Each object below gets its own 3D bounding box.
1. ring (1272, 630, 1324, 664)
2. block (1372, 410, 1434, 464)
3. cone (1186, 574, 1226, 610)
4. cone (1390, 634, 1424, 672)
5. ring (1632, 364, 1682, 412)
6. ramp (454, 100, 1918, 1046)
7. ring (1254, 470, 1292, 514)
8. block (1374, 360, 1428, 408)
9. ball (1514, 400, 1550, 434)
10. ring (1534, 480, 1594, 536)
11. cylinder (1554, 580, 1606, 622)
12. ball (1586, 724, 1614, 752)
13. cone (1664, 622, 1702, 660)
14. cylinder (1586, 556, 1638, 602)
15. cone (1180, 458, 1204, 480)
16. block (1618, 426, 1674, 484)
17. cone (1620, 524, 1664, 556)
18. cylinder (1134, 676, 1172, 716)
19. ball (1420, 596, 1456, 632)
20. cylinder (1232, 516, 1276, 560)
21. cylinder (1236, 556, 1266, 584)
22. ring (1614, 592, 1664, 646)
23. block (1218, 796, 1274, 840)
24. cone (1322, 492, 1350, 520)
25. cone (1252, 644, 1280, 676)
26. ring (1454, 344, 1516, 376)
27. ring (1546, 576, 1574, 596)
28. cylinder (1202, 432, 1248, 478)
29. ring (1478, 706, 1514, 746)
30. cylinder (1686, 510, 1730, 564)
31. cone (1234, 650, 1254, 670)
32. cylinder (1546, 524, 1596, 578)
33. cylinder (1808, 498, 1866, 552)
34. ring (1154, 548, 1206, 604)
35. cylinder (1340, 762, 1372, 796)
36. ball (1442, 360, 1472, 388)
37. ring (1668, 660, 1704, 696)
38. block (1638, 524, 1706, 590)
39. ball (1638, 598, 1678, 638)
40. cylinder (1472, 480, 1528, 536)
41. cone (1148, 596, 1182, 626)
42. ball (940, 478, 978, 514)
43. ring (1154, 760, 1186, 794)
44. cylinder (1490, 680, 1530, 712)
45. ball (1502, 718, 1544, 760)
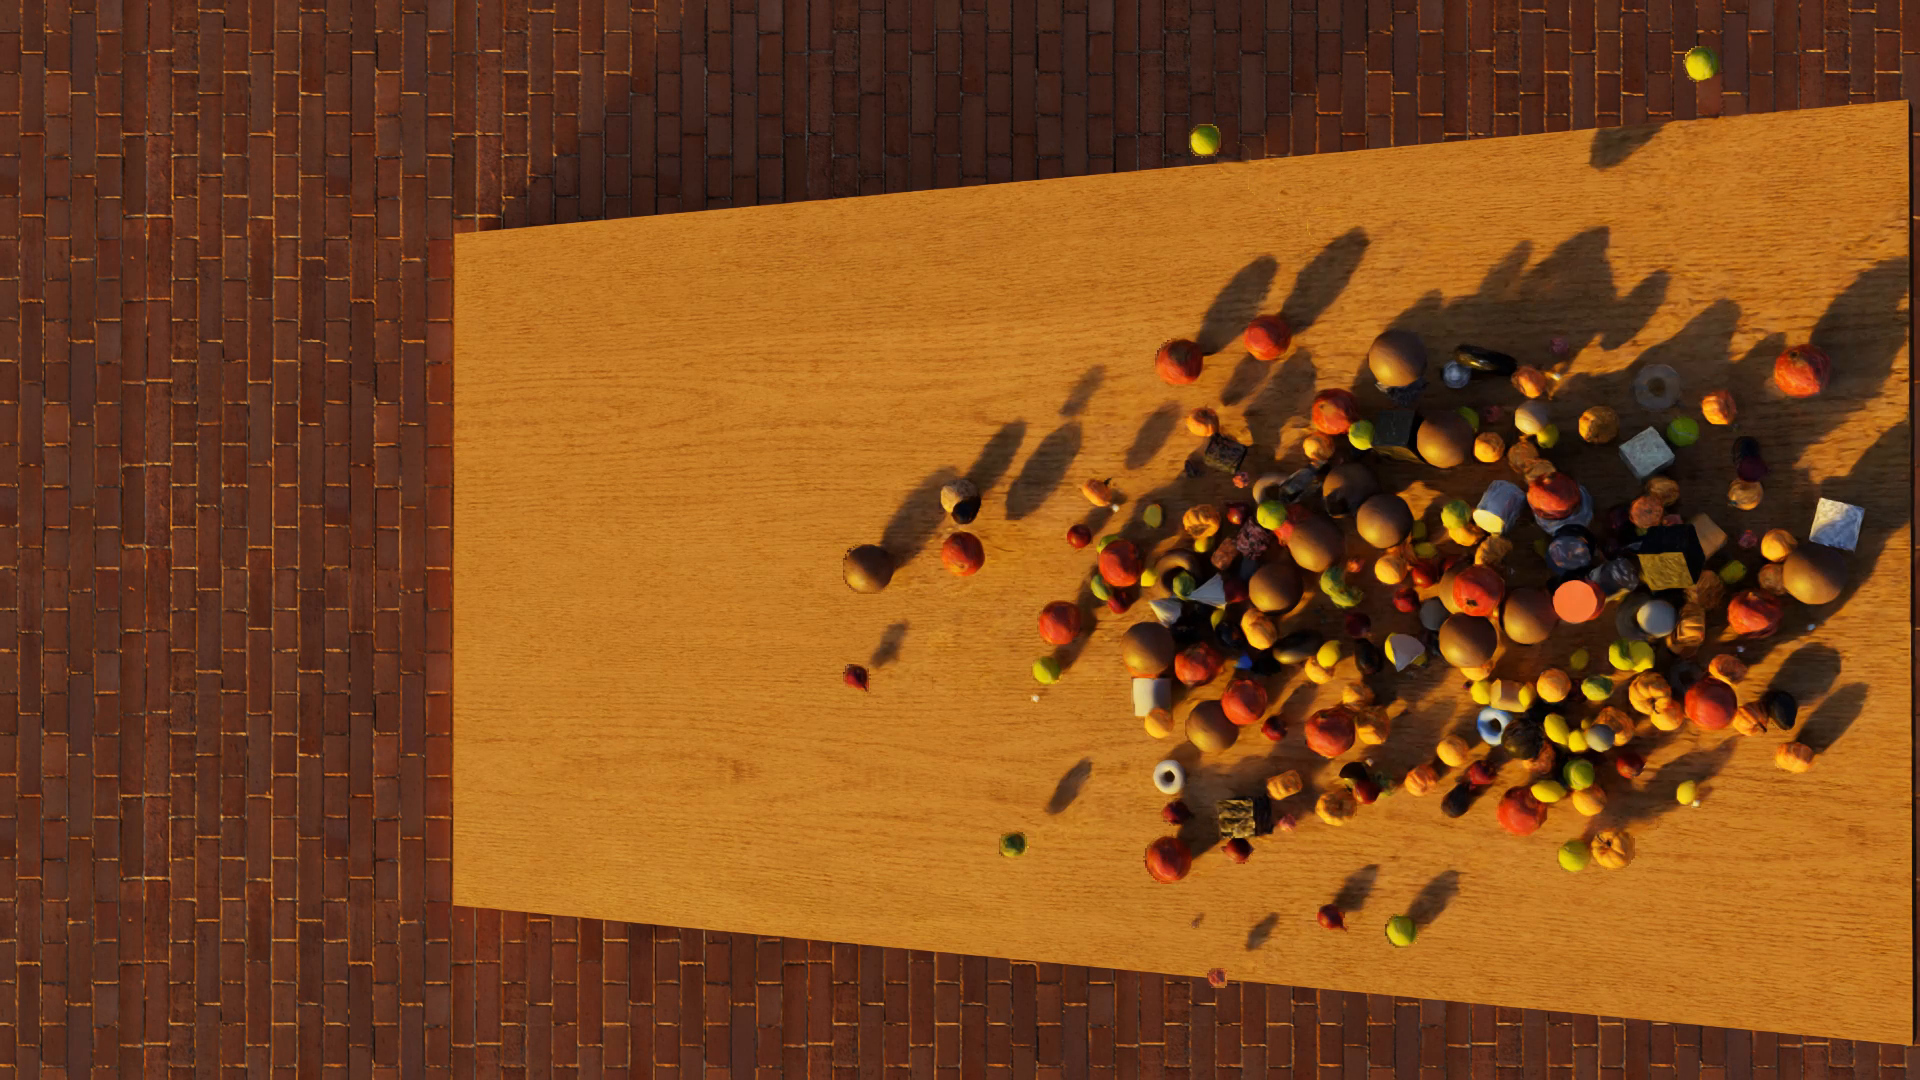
[{"bbox_3d":[0.804,0.254,5.230,0.129,0.129,0.043,-24,102,0],"label":"ring"},{"bbox_3d":[1.021,-0.239,5.072,0.093,0.093,0.093,4,71,42],"label":"block"},{"bbox_3d":[0.589,0.132,5.324,0.090,0.090,0.090,-10,89,-4],"label":"cone"},{"bbox_3d":[1.028,0.277,5.108,0.082,0.082,0.082,12,122,0],"label":"cone"},{"bbox_3d":[1.548,-0.338,4.884,0.108,0.036,0.108,-1,88,28],"label":"ring"},{"bbox_3d":[0.275,0.077,5.646,4.000,0.100,2.000,0,89,28],"label":"ramp"},{"bbox_3d":[0.760,-0.114,5.299,0.106,0.035,0.106,1,97,10],"label":"ring"},{"bbox_3d":[1.030,-0.365,5.134,0.075,0.075,0.075,49,114,31],"label":"block"},{"bbox_3d":[1.278,-0.275,4.915,0.078,0.078,0.078,0,89,0],"label":"ball"},{"bbox_3d":[1.351,-0.070,4.923,0.131,0.044,0.131,0,91,17],"label":"ring"},{"bbox_3d":[1.357,0.133,4.817,0.093,0.093,0.093,0,91,28],"label":"cylinder"},{"bbox_3d":[1.400,0.432,4.809,0.062,0.062,0.062,0,89,0],"label":"ball"},{"bbox_3d":[1.576,0.224,4.831,0.085,0.085,0.085,2,94,33],"label":"cone"},{"bbox_3d":[1.444,0.088,4.870,0.080,0.080,0.080,16,59,-28],"label":"cylinder"},{"bbox_3d":[0.578,-0.168,5.413,0.058,0.058,0.058,14,89,1],"label":"cone"},{"bbox_3d":[1.517,-0.188,4.860,0.084,0.084,0.084,-34,73,7],"label":"block"},{"bbox_3d":[1.502,0.015,4.840,0.097,0.097,0.097,-5,89,9],"label":"cone"},{"bbox_3d":[0.475,0.386,5.424,0.093,0.093,0.093,-2,89,0],"label":"cylinder"},{"bbox_3d":[1.103,0.172,5.079,0.083,0.083,0.083,0,89,0],"label":"ball"},{"bbox_3d":[0.710,-0.003,5.308,0.077,0.077,0.077,31,108,0],"label":"cylinder"},{"bbox_3d":[0.704,0.070,5.320,0.053,0.053,0.053,21,104,0],"label":"cylinder"},{"bbox_3d":[1.518,0.176,4.892,0.123,0.041,0.123,1,92,32],"label":"ring"},{"bbox_3d":[0.688,0.668,5.302,0.092,0.092,0.092,-9,85,34],"label":"block"},{"bbox_3d":[0.864,-0.067,5.098,0.068,0.068,0.068,7,112,19],"label":"cone"},{"bbox_3d":[0.741,0.280,5.317,0.071,0.071,0.071,5,61,0],"label":"cone"},{"bbox_3d":[1.197,-0.410,5.012,0.147,0.147,0.049,16,99,0],"label":"ring"},{"bbox_3d":[1.372,0.116,4.926,0.118,0.118,0.039,18,107,0],"label":"ring"},{"bbox_3d":[0.640,-0.205,5.315,0.083,0.083,0.083,26,89,11],"label":"cylinder"},{"bbox_3d":[1.229,0.424,5.037,0.032,0.097,0.097,-7,89,-44],"label":"ring"},{"bbox_3d":[1.614,-0.001,4.804,0.091,0.091,0.091,-45,90,6],"label":"cylinder"},{"bbox_3d":[0.700,0.304,5.332,0.054,0.054,0.054,34,90,5],"label":"cone"},{"bbox_3d":[1.349,0.023,4.859,0.096,0.096,0.096,7,109,21],"label":"cylinder"},{"bbox_3d":[1.865,-0.032,4.676,0.094,0.094,0.094,12,96,0],"label":"cylinder"},{"bbox_3d":[0.542,0.088,5.419,0.137,0.046,0.137,0,89,32],"label":"ring"},{"bbox_3d":[0.932,0.562,5.178,0.057,0.057,0.057,-33,116,0],"label":"cylinder"},{"bbox_3d":[1.147,-0.384,5.084,0.067,0.067,0.067,0,89,0],"label":"ball"},{"bbox_3d":[1.600,0.303,4.846,0.078,0.026,0.078,-3,84,24],"label":"ring"},{"bbox_3d":[1.523,0.036,4.705,0.097,0.097,0.097,-6,125,38],"label":"block"},{"bbox_3d":[1.528,0.171,4.816,0.085,0.085,0.085,0,89,0],"label":"ball"},{"bbox_3d":[1.220,-0.073,4.968,0.091,0.091,0.091,35,70,0],"label":"cylinder"},{"bbox_3d":[0.487,0.161,5.369,0.078,0.078,0.078,25,89,-33],"label":"cone"},{"bbox_3d":[-0.003,-0.112,5.688,0.094,0.094,0.094,0,89,0],"label":"ball"},{"bbox_3d":[0.519,0.585,5.436,0.086,0.029,0.086,-1,88,29],"label":"ring"},{"bbox_3d":[1.250,0.354,4.997,0.068,0.068,0.068,9,89,-6],"label":"cylinder"},{"bbox_3d":[1.261,0.447,4.928,0.093,0.093,0.093,0,89,0],"label":"ball"}]
